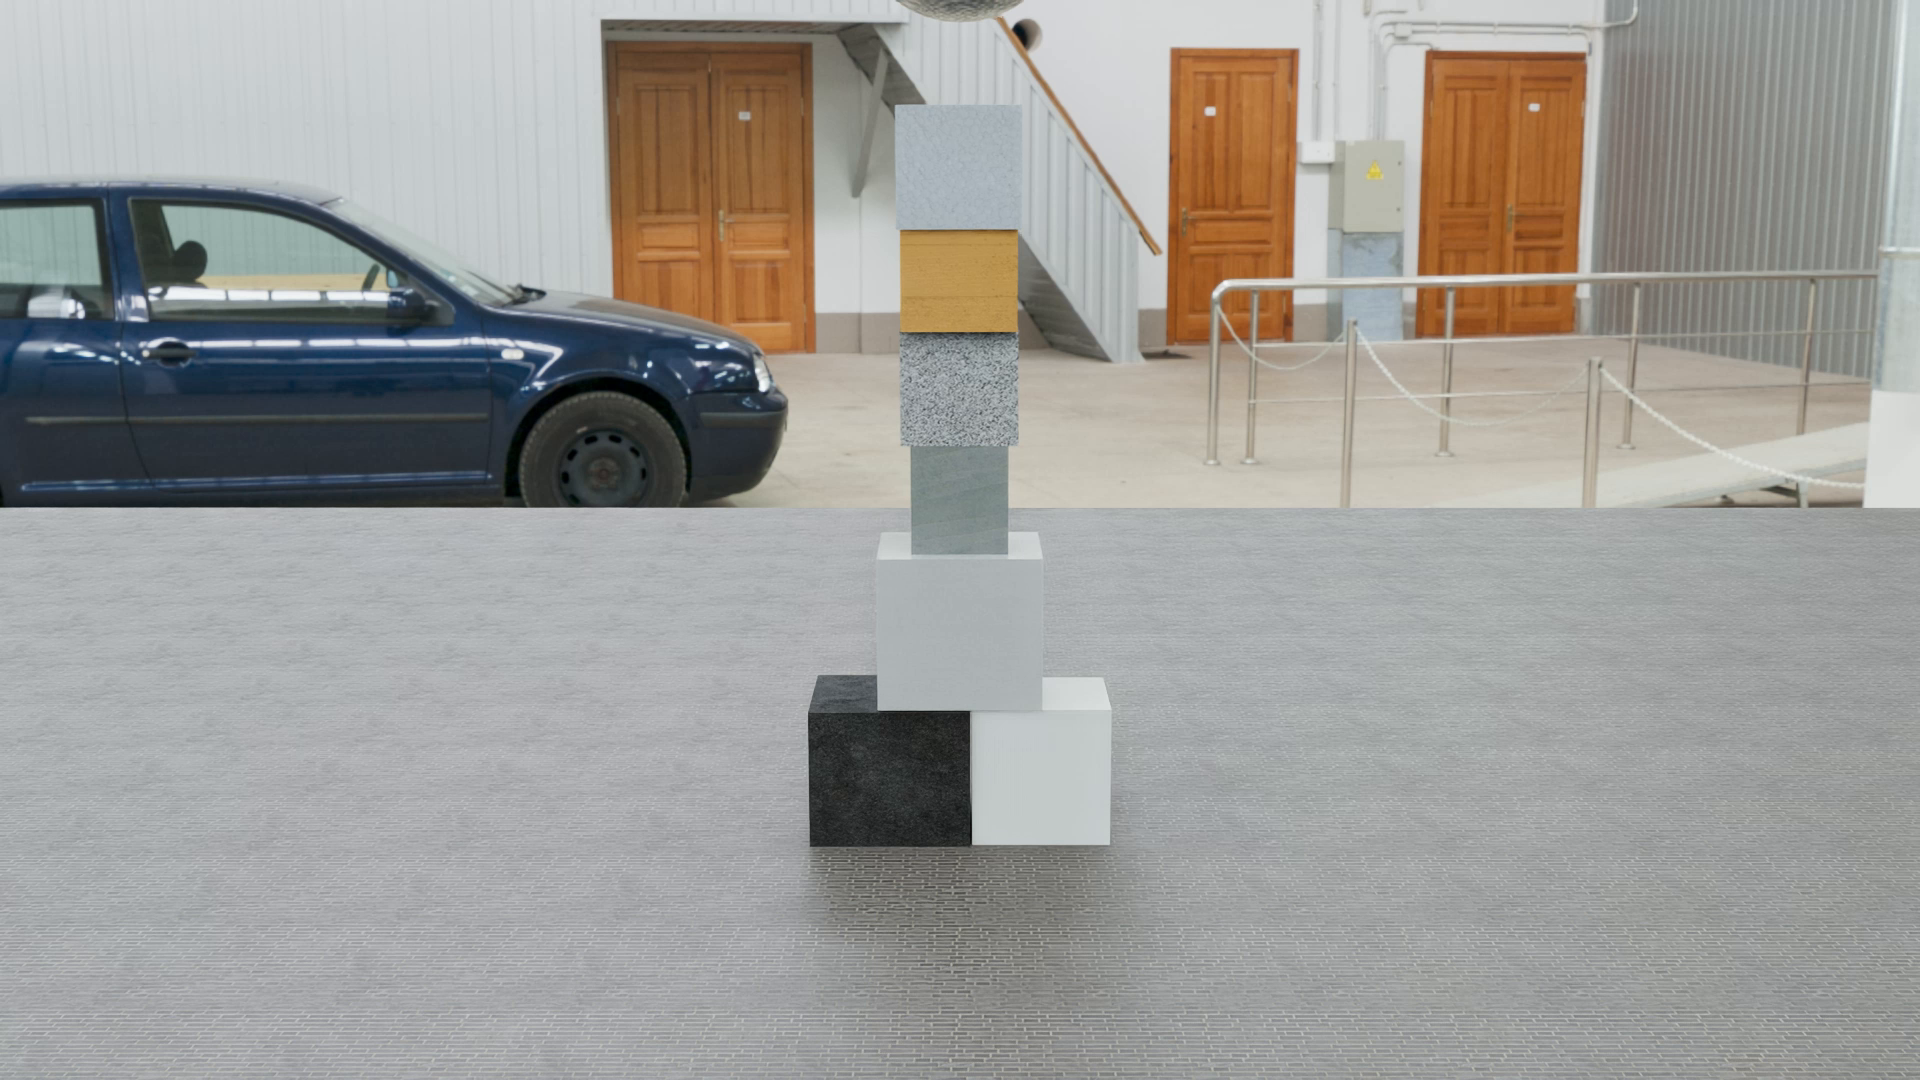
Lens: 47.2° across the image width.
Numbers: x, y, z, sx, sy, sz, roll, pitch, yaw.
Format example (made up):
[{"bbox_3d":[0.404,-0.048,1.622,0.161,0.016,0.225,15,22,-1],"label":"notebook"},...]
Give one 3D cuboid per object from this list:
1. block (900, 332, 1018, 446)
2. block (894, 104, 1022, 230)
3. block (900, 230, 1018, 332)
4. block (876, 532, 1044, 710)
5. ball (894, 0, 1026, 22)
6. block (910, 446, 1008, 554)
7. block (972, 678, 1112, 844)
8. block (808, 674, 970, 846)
[{"bbox_3d":[-0.004,-0.786,11.046,0.584,0.568,0.492,0,10,0],"label":"block"},{"bbox_3d":[-0.006,-1.838,10.828,0.608,0.589,0.575,0,10,0],"label":"block"},{"bbox_3d":[-0.005,-1.305,10.929,0.569,0.495,0.546,0,10,0],"label":"block"},{"bbox_3d":[-0.001,0.405,11.267,0.822,0.767,0.759,0,10,0],"label":"block"},{"bbox_3d":[0.000,-4.493,15.603,1.600,1.600,1.600,0,10,0],"label":"ball"},{"bbox_3d":[-0.002,-0.237,11.134,0.484,0.544,0.474,0,10,0],"label":"block"},{"bbox_3d":[0.409,1.133,11.369,0.696,0.703,0.673,0,10,0],"label":"block"},{"bbox_3d":[-0.353,1.132,11.396,0.808,0.695,0.787,0,10,0],"label":"block"}]
